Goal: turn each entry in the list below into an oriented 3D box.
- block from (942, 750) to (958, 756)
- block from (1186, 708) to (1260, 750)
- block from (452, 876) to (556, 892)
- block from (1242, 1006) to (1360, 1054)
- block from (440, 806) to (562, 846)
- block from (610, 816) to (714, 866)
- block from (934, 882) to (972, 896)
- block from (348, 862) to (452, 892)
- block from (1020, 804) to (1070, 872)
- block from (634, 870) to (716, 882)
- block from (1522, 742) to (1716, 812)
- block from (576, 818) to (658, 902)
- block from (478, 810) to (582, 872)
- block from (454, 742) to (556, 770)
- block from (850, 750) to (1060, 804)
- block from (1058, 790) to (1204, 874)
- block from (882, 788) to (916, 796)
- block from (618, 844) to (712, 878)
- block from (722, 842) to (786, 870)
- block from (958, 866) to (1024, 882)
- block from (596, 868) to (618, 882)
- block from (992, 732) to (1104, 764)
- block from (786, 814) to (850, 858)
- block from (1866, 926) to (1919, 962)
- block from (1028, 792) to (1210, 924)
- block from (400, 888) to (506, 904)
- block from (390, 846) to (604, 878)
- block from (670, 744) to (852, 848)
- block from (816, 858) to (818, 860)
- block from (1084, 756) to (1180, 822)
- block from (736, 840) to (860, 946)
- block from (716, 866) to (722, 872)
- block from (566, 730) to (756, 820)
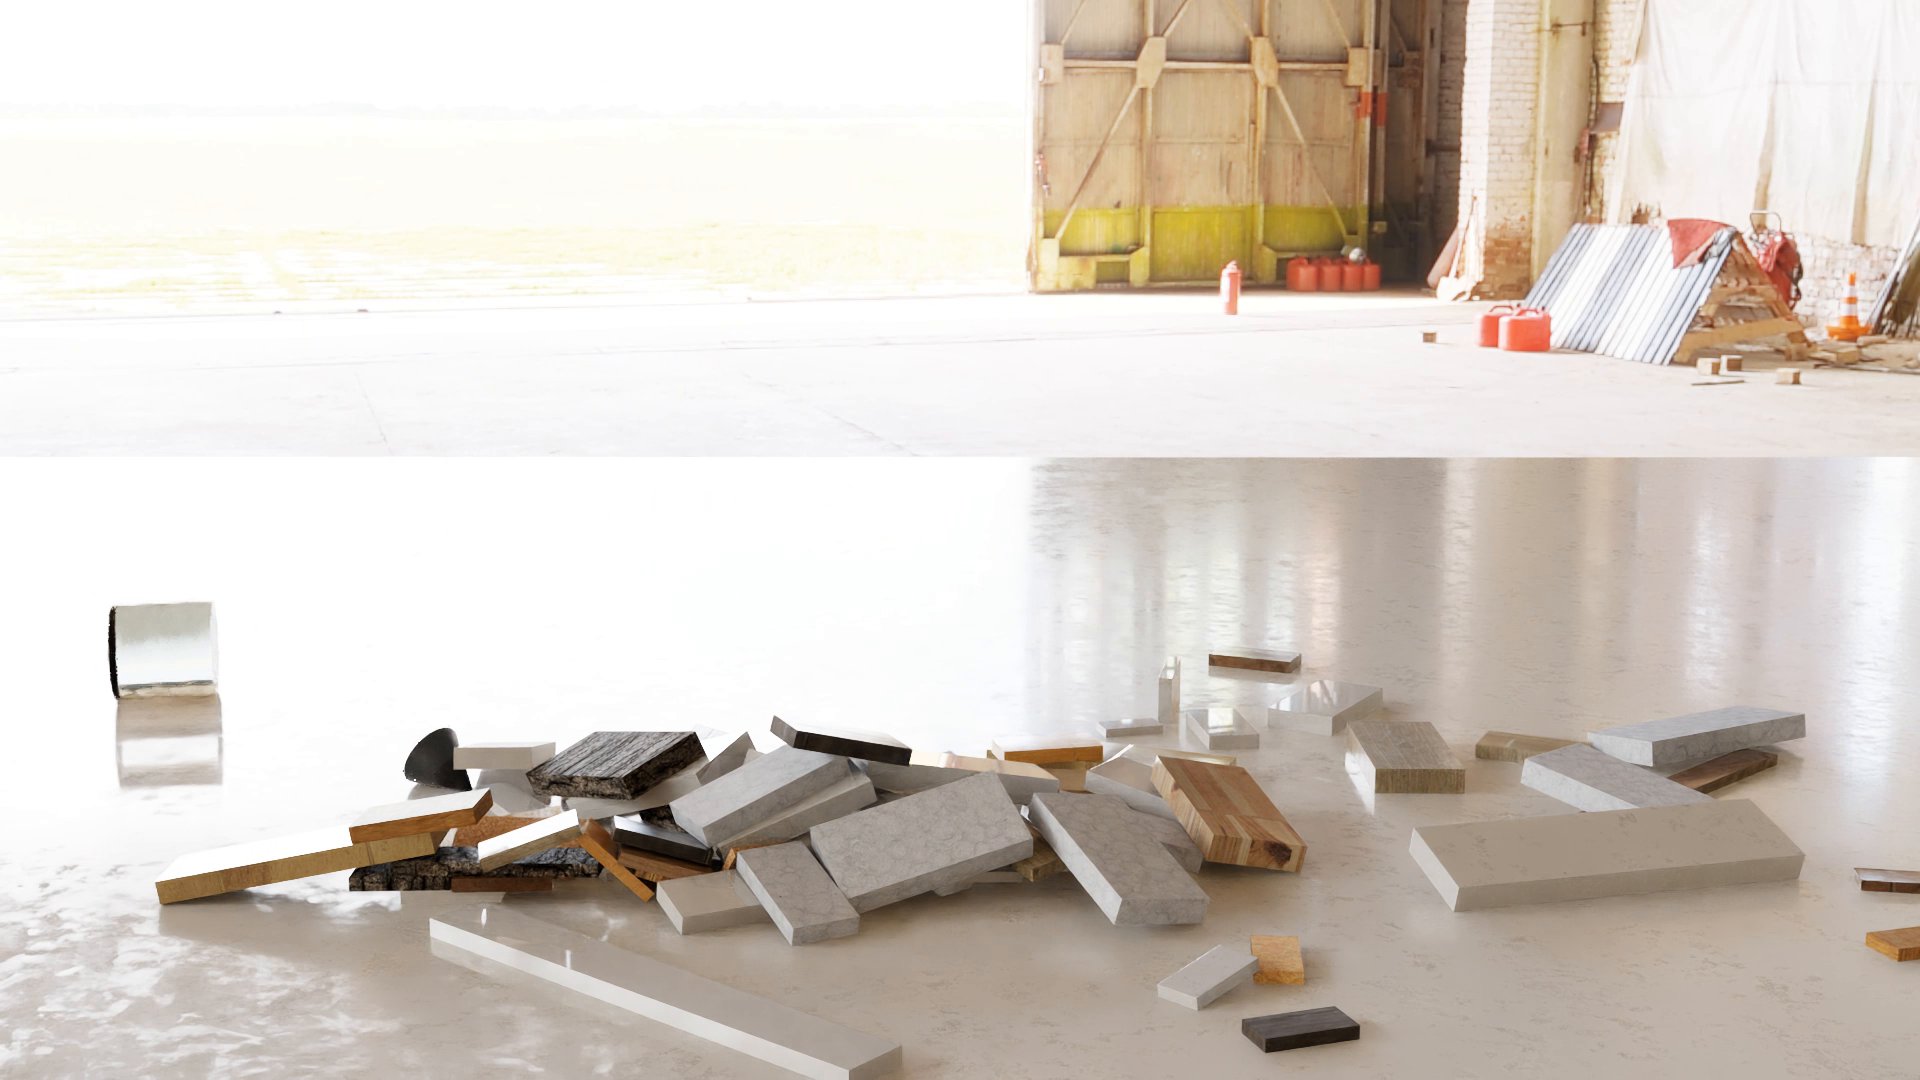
[{"bbox_3d":[-0.058,0.449,4.295,0.127,0.018,0.063,-17,24,-24],"label":"block"},{"bbox_3d":[0.551,0.397,4.627,0.106,0.030,0.212,-1,11,-7],"label":"block"},{"bbox_3d":[-0.754,0.558,3.648,0.164,0.023,0.082,-1,11,-3],"label":"block"},{"bbox_3d":[0.479,0.687,3.089,0.147,0.021,0.073,-4,11,-19],"label":"block"},{"bbox_3d":[-0.811,0.521,3.883,0.221,0.031,0.110,-9,14,-14],"label":"block"},{"bbox_3d":[-0.495,0.498,3.649,0.167,0.024,0.083,16,3,-12],"label":"block"},{"bbox_3d":[-0.066,0.537,3.685,0.170,0.024,0.085,30,18,29],"label":"block"},{"bbox_3d":[-0.923,0.558,3.652,0.164,0.023,0.082,0,11,-2],"label":"block"},{"bbox_3d":[0.188,0.519,3.867,0.131,0.037,0.263,8,12,-7],"label":"block"},{"bbox_3d":[-0.460,0.558,3.657,0.154,0.022,0.077,17,10,-4],"label":"block"},{"bbox_3d":[1.230,0.470,4.047,0.173,0.049,0.346,-9,22,-39],"label":"block"},{"bbox_3d":[-0.568,0.530,3.650,0.154,0.022,0.077,43,7,-10],"label":"block"},{"bbox_3d":[-0.706,0.493,3.613,0.166,0.024,0.083,-19,14,-9],"label":"block"},{"bbox_3d":[-0.884,0.419,4.289,0.146,0.041,0.292,0,-3,-1],"label":"block"},{"bbox_3d":[-0.014,0.417,3.907,0.345,0.049,0.172,8,2,-13],"label":"block"},{"bbox_3d":[0.293,0.507,3.835,0.263,0.037,0.131,15,12,3],"label":"block"},{"bbox_3d":[-0.124,0.442,4.120,0.236,0.033,0.118,16,14,30],"label":"block"},{"bbox_3d":[-0.487,0.530,3.630,0.154,0.022,0.077,16,10,-11],"label":"block"},{"bbox_3d":[-0.332,0.532,3.656,0.118,0.059,0.017,-1,45,-32],"label":"block"},{"bbox_3d":[0.033,0.547,3.698,0.146,0.021,0.073,8,21,-42],"label":"block"},{"bbox_3d":[-0.623,0.561,3.780,0.118,0.017,0.059,9,14,39],"label":"block"},{"bbox_3d":[0.172,0.411,4.329,0.200,0.028,0.100,-2,11,-13],"label":"block"},{"bbox_3d":[-0.216,0.503,3.741,0.170,0.024,0.085,-7,19,-33],"label":"block"},{"bbox_3d":[1.495,0.626,3.420,0.147,0.021,0.073,-3,11,-17],"label":"block"},{"bbox_3d":[0.257,0.521,3.621,0.165,0.047,0.330,4,22,-27],"label":"block"},{"bbox_3d":[-0.841,0.580,3.660,0.164,0.023,0.082,-1,11,-4],"label":"block"},{"bbox_3d":[-0.764,0.534,3.652,0.342,0.024,0.083,0,11,2],"label":"block"},{"bbox_3d":[-0.340,0.424,3.748,0.279,0.040,0.140,-26,23,-24],"label":"block"},{"bbox_3d":[-0.222,0.546,3.828,0.102,0.029,0.204,-7,12,-32],"label":"block"},{"bbox_3d":[0.377,0.472,4.074,0.263,0.037,0.131,18,17,30],"label":"block"},{"bbox_3d":[-0.263,0.567,3.543,0.115,0.033,0.230,-6,27,-28],"label":"block"},{"bbox_3d":[-0.362,0.569,3.667,0.091,0.013,0.045,17,9,-8],"label":"block"},{"bbox_3d":[-0.545,0.432,4.007,0.330,0.047,0.165,-15,15,35],"label":"block"}]
